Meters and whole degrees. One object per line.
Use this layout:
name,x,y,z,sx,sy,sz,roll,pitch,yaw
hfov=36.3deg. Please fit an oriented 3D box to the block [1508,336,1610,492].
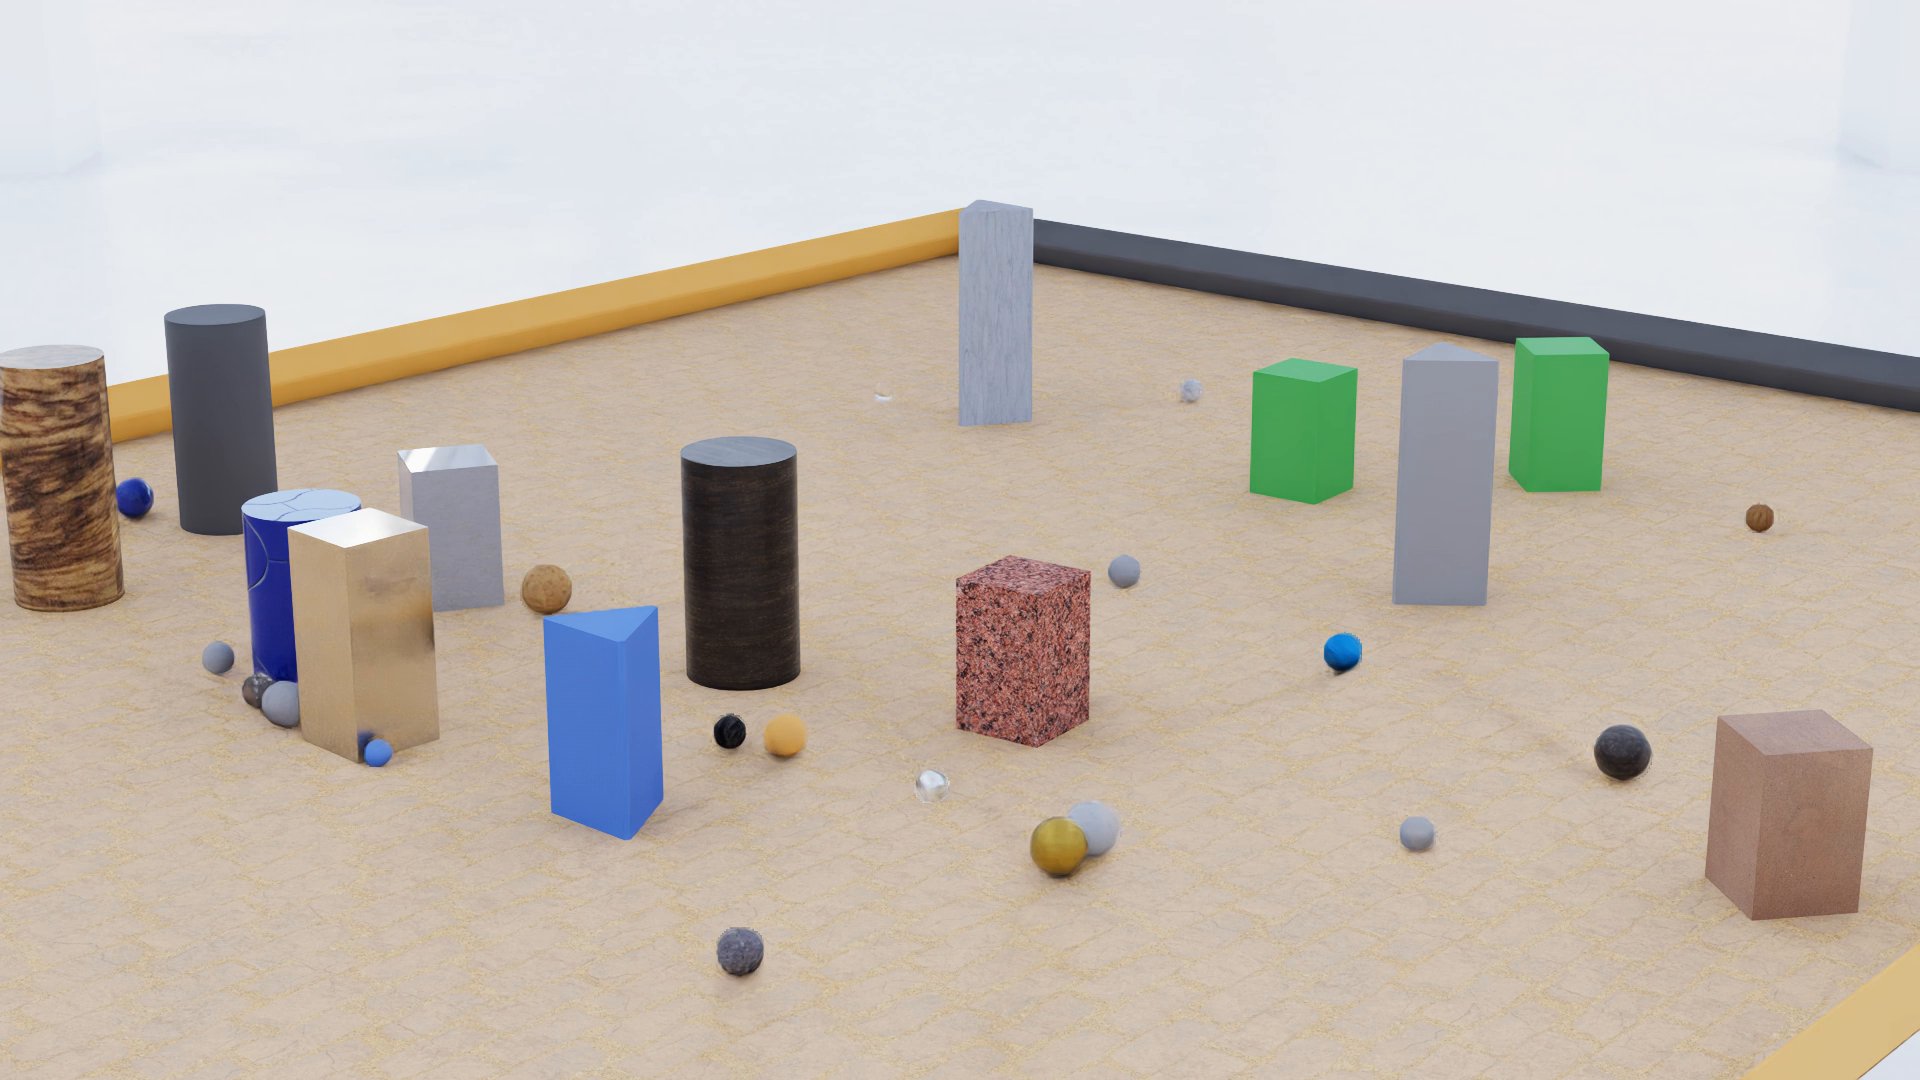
block,1.178,-0.248,5.774,0.147,0.275,0.147,-1,17,-3

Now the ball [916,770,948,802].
ball,-0.041,0.352,4.191,0.045,0.045,0.045,0,17,0

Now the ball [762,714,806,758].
ball,-0.261,0.291,4.359,0.063,0.063,0.063,0,17,0

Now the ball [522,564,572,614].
ball,-0.706,0.083,5.005,0.086,0.086,0.086,0,17,0

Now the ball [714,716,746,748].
ball,-0.345,0.288,4.393,0.050,0.050,0.050,0,17,0

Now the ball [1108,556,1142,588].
ball,0.289,0.055,5.147,0.058,0.058,0.058,0,17,0

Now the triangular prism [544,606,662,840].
triangular prism,-0.474,0.246,4.116,0.159,0.290,0.138,14,22,39

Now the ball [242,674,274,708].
ball,-1.090,0.234,4.563,0.054,0.054,0.054,0,17,0

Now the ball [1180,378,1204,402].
ball,0.507,-0.328,6.425,0.051,0.051,0.051,0,17,0

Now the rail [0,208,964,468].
rail,-1.484,-0.343,6.354,0.045,0.119,4.617,14,22,39

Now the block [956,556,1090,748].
block,0.096,0.168,4.462,0.147,0.240,0.147,11,20,33

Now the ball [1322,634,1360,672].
ball,0.616,0.181,4.727,0.061,0.061,0.061,0,17,0

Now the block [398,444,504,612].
block,-0.880,-0.021,5.065,0.147,0.251,0.147,-6,18,-19

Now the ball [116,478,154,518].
ball,-1.567,-0.080,5.563,0.075,0.075,0.075,0,17,0

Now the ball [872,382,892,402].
ball,-0.169,-0.324,6.426,0.043,0.043,0.043,0,17,0

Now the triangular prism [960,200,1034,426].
triangular prism,0.058,-0.487,6.246,0.159,0.459,0.138,-5,17,-15

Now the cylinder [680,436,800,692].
cylinder,-0.349,0.036,4.675,0.184,0.368,0.184,0,17,0

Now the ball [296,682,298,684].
ball,-1.024,0.243,4.555,0.043,0.043,0.043,0,17,0

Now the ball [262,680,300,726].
ball,-1.032,0.250,4.481,0.071,0.071,0.071,0,17,0

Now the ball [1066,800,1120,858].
ball,0.179,0.394,3.995,0.078,0.078,0.078,0,17,0

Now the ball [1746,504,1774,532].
ball,1.494,-0.042,5.476,0.053,0.053,0.053,0,17,0

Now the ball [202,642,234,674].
ball,-1.193,0.189,4.714,0.053,0.053,0.053,0,17,0

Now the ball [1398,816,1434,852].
ball,0.626,0.402,4.017,0.049,0.049,0.049,0,17,0

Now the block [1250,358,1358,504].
block,0.670,-0.214,5.716,0.147,0.243,0.147,12,21,35

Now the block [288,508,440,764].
block,-0.891,0.141,4.386,0.147,0.334,0.147,16,23,42

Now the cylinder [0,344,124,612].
cylinder,-1.550,-0.107,5.045,0.184,0.428,0.184,0,17,0

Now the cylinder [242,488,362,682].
cylinder,-1.035,0.084,4.652,0.184,0.291,0.184,0,17,0

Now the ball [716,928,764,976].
ball,-0.273,0.511,3.640,0.059,0.059,0.059,0,17,0

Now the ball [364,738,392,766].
ball,-0.857,0.313,4.325,0.040,0.040,0.040,0,17,0

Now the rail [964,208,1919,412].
rail,1.498,-0.470,6.773,3.978,0.119,0.045,14,22,39

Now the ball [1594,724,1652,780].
ball,0.964,0.309,4.268,0.082,0.082,0.082,0,17,0

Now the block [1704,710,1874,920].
block,1.086,0.359,3.848,0.147,0.229,0.147,-3,17,-10

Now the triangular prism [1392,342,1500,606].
triangular prism,0.831,-0.115,5.064,0.159,0.433,0.138,1,17,3

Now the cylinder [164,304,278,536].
cylinder,-1.379,-0.226,5.486,0.184,0.401,0.184,0,17,0

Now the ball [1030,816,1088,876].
ball,0.132,0.411,3.935,0.079,0.079,0.079,0,17,0

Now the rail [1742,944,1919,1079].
rail,1.484,0.403,3.888,0.045,0.119,4.617,14,22,39
